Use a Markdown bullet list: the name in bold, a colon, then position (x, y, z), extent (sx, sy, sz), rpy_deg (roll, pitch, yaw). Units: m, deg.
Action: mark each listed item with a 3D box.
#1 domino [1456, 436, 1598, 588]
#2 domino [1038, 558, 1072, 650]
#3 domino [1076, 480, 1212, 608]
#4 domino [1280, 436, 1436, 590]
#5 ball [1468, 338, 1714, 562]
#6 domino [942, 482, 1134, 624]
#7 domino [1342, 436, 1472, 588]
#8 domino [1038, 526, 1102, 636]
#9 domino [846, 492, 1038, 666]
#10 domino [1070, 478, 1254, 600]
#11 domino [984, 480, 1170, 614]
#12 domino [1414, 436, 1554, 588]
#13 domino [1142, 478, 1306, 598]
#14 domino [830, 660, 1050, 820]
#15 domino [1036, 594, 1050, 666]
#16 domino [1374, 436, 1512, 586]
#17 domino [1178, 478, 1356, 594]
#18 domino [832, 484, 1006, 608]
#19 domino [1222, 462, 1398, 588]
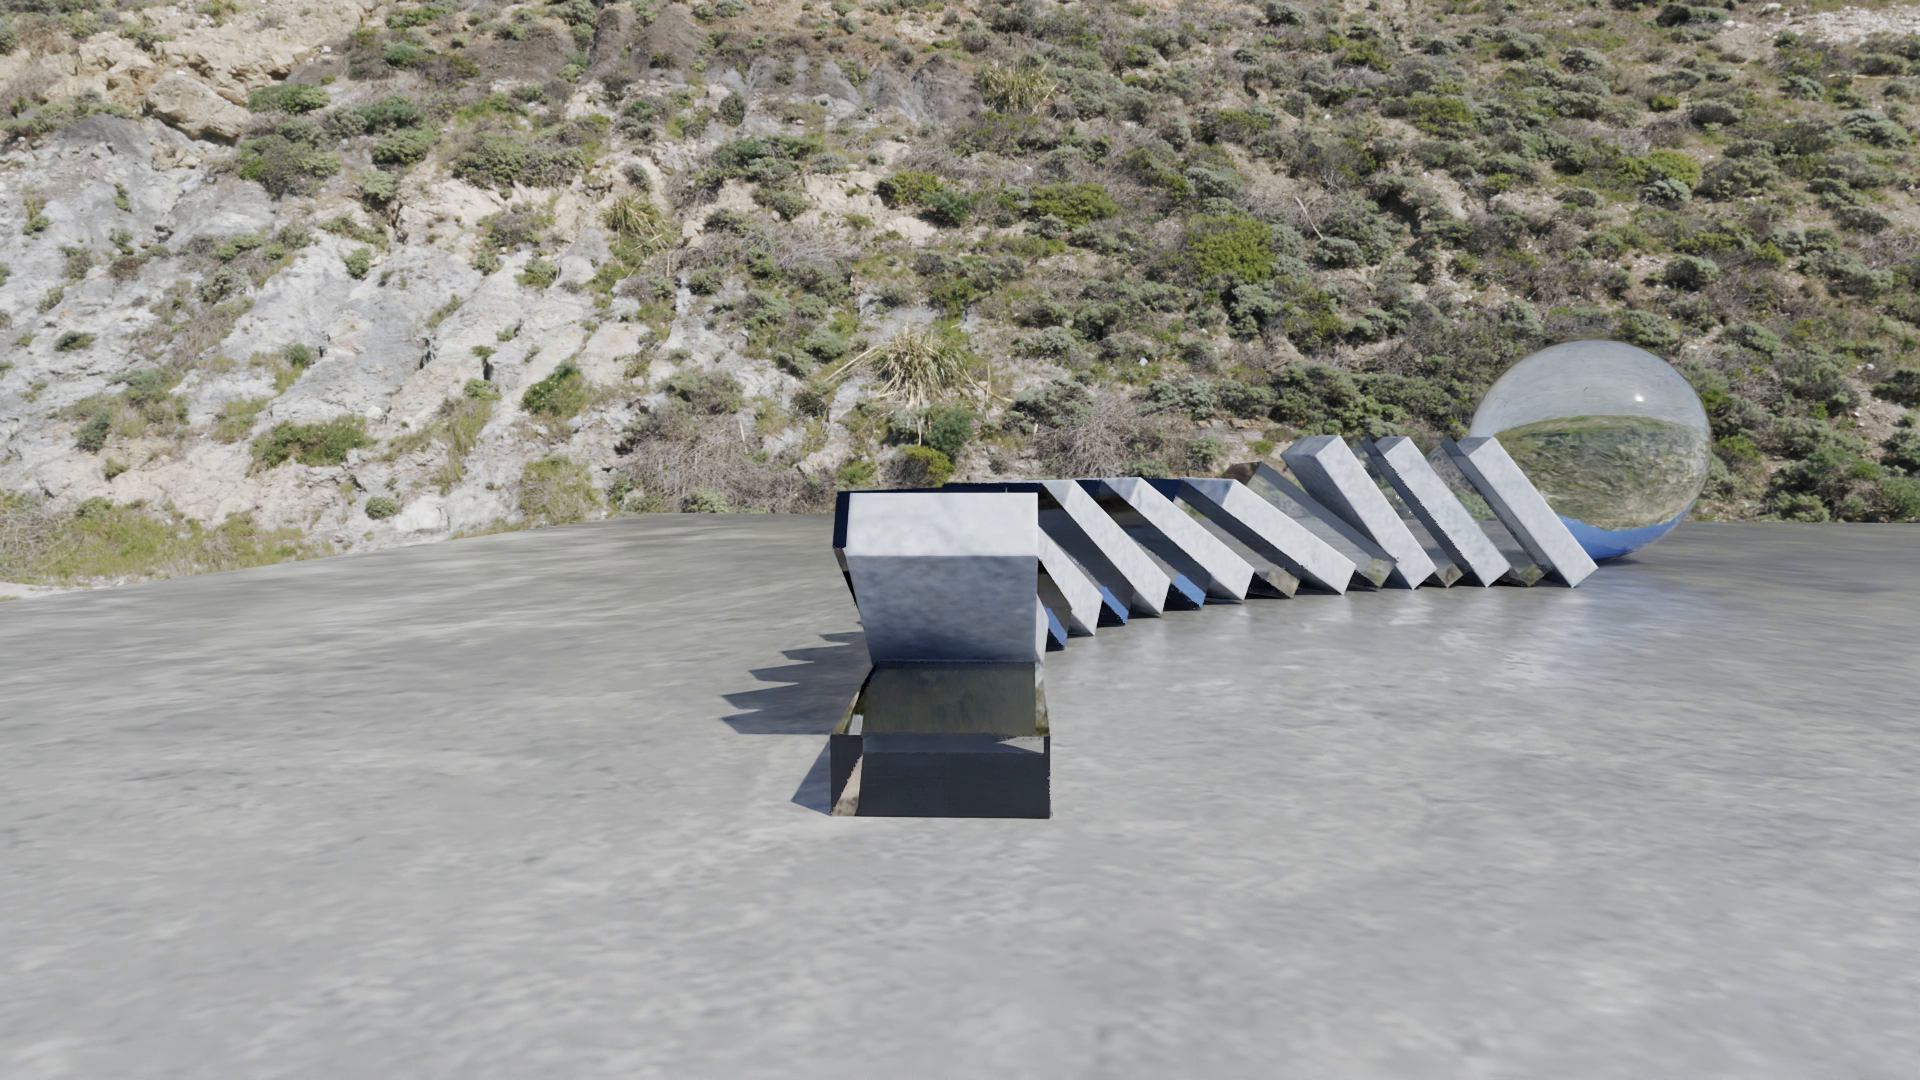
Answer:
- **domino**: position (0.169, -0.009, 0.390), extent (0.009, 0.050, 0.025), rpy_deg (-39, 2, 4)
- **domino**: position (0.003, 0.007, 0.252), extent (0.025, 0.010, 0.050), rpy_deg (2, -25, 23)
- **domino**: position (0.039, 0.001, 0.324), extent (0.025, 0.009, 0.050), rpy_deg (3, -26, 47)
- **domino**: position (0.119, -0.009, 0.384), extent (0.009, 0.050, 0.025), rpy_deg (-39, 9, -4)
- **ball**: position (0.226, -0.032, 0.464), extent (0.080, 0.080, 0.080), rpy_deg (0, 4, 0)
- **domino**: position (0.018, 0.004, 0.291), extent (0.025, 0.009, 0.050), rpy_deg (2, -27, 34)
- **domino**: position (0.132, -0.009, 0.391), extent (0.010, 0.050, 0.025), rpy_deg (-39, 2, 4)
- **domino**: position (0.009, 0.006, 0.273), extent (0.025, 0.009, 0.050), rpy_deg (3, -24, 30)
- **domino**: position (-0.001, 0.010, 0.190), extent (0.025, 0.009, 0.050), rpy_deg (0, -29, 3)
- **domino**: position (0.052, 0.000, 0.338), extent (0.050, 0.009, 0.025), rpy_deg (34, -19, -34)
- **domino**: position (0.027, 0.002, 0.307), extent (0.025, 0.009, 0.050), rpy_deg (1, -27, 38)
- **domino**: position (0.157, -0.009, 0.392), extent (0.009, 0.050, 0.025), rpy_deg (-39, 2, 4)
- **domino**: position (0.068, -0.001, 0.353), extent (0.050, 0.009, 0.025), rpy_deg (32, -12, -27)
- **domino**: position (-0.001, 0.025, 0.171), extent (0.025, 0.009, 0.050), rpy_deg (0, 4, 2)
- **domino**: position (-0.001, 0.008, 0.231), extent (0.025, 0.009, 0.050), rpy_deg (1, -26, 16)
- **domino**: position (0.145, -0.009, 0.392), extent (0.010, 0.050, 0.025), rpy_deg (-39, 2, 4)
- **domino**: position (0.085, -0.001, 0.364), extent (0.050, 0.009, 0.025), rpy_deg (31, -10, -25)
- **domino**: position (-0.003, 0.009, 0.207), extent (0.025, 0.010, 0.050), rpy_deg (-2, -29, 6)
- **domino**: position (0.101, -0.005, 0.378), extent (0.050, 0.009, 0.025), rpy_deg (35, -4, -8)
